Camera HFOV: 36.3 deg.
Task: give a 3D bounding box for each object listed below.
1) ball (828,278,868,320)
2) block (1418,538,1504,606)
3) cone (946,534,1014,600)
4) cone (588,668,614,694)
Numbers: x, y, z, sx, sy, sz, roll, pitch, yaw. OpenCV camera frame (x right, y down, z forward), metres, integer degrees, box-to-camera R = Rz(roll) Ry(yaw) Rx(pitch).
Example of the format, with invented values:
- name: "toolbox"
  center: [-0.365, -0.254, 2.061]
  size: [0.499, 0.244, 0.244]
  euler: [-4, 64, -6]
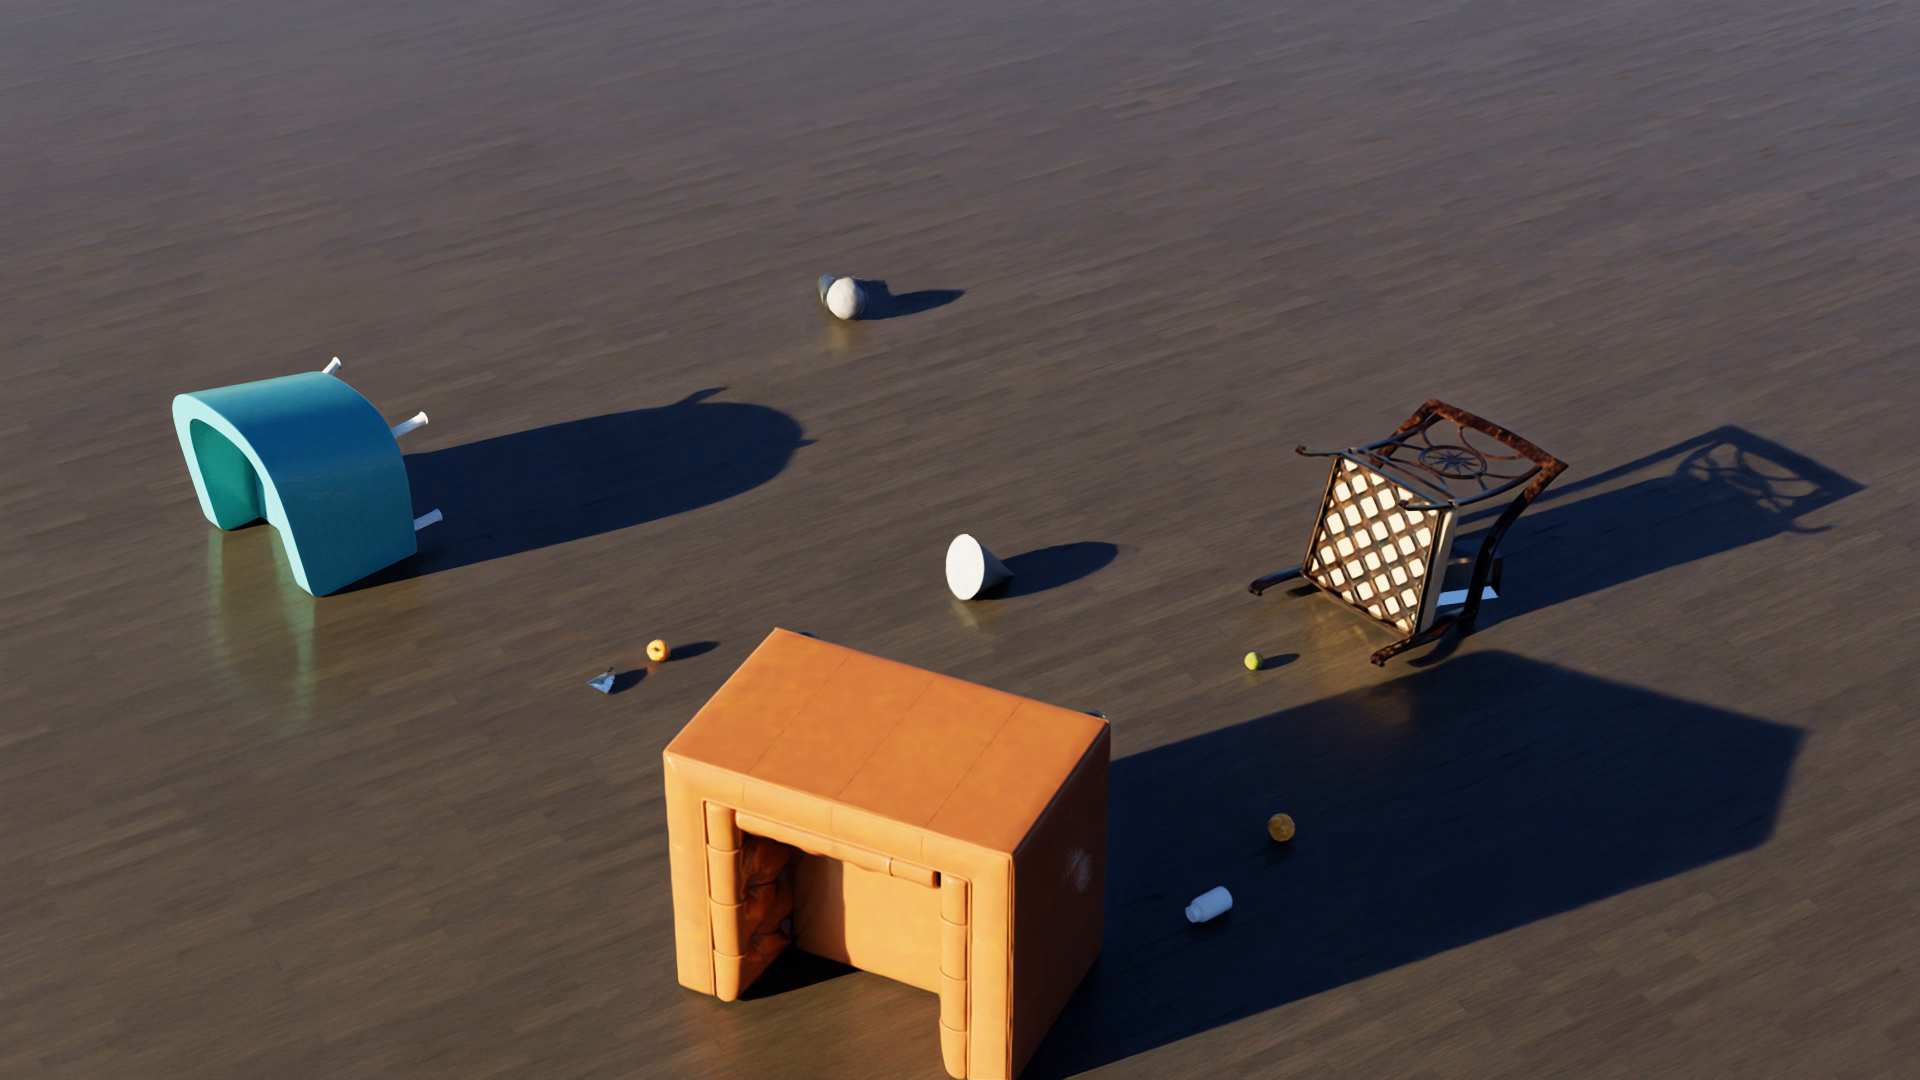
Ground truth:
- name: "ball"
  center: [-0.471, -1.014, 12.324]
  size: [0.176, 0.176, 0.176]
  euler: [0, 33, 0]
- name: "block"
  center: [1.809, 0.116, 10.611]
  size: [0.262, 0.174, 0.136]
  euler: [-7, 34, -11]
- name: "cone"
  center: [0.108, 0.113, 10.683]
  size: [0.228, 0.213, 0.255]
  euler: [9, 43, -36]
- name: "cone"
  center: [-1.256, 0.491, 10.177]
  size: [0.087, 0.050, 0.128]
  euler: [-8, 36, 19]
